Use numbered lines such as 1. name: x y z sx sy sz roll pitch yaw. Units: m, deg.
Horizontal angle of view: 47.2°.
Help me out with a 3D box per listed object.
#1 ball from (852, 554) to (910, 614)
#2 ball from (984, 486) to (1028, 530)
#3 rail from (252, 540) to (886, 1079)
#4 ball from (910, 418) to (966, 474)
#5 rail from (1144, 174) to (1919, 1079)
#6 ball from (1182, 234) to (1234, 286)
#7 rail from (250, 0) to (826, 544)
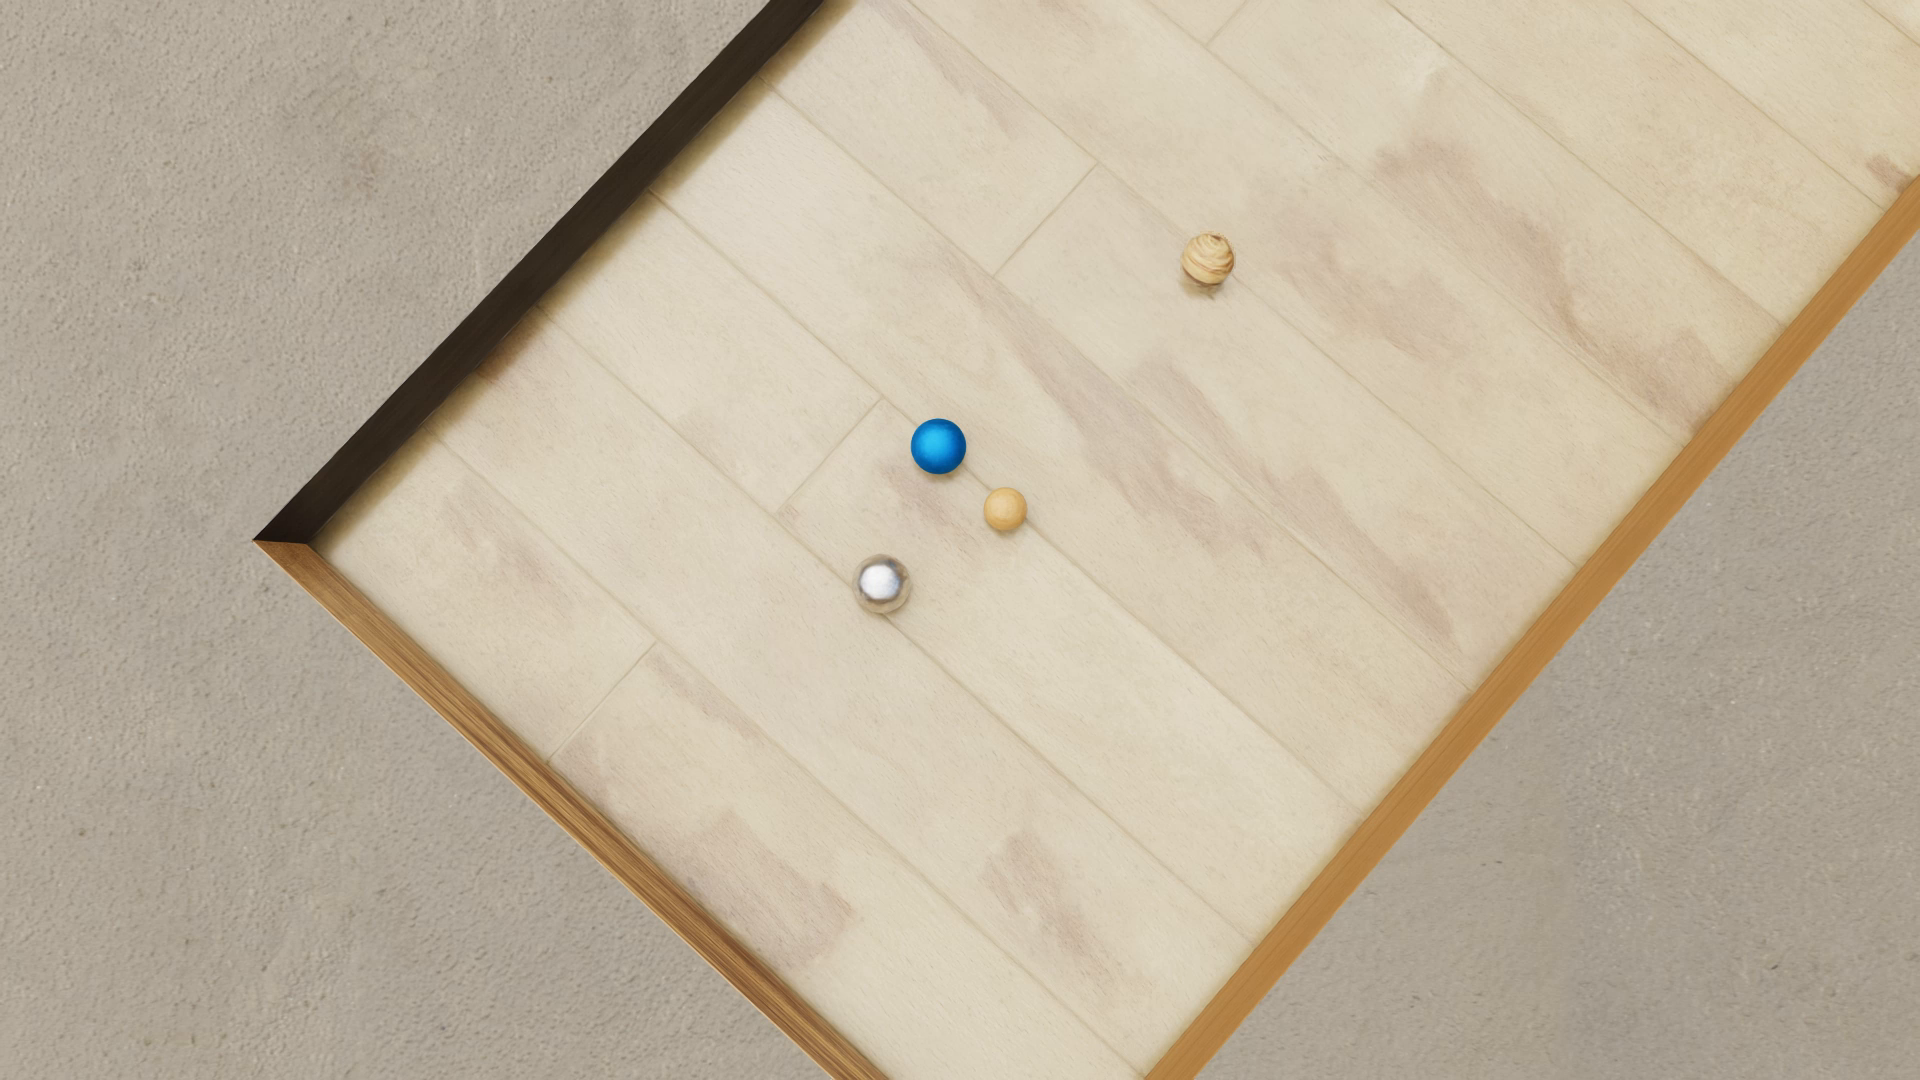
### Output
1. ball: -0.117 0.065 3.259 0.088 0.088 0.088 0 80 0
2. ball: 0.068 -0.046 3.289 0.066 0.066 0.066 0 80 0
3. rail: -0.449 0.493 3.173 1.523 0.114 0.045 41 83 6
4. ball: -0.032 -0.140 3.296 0.084 0.084 0.084 0 80 0
5. rail: 1.015 -0.032 3.261 0.045 0.114 2.791 41 83 6
6. ball: 0.377 -0.426 3.346 0.080 0.080 0.080 0 80 0
7. rail: -0.085 -1.001 3.424 0.045 0.114 2.791 41 83 6
